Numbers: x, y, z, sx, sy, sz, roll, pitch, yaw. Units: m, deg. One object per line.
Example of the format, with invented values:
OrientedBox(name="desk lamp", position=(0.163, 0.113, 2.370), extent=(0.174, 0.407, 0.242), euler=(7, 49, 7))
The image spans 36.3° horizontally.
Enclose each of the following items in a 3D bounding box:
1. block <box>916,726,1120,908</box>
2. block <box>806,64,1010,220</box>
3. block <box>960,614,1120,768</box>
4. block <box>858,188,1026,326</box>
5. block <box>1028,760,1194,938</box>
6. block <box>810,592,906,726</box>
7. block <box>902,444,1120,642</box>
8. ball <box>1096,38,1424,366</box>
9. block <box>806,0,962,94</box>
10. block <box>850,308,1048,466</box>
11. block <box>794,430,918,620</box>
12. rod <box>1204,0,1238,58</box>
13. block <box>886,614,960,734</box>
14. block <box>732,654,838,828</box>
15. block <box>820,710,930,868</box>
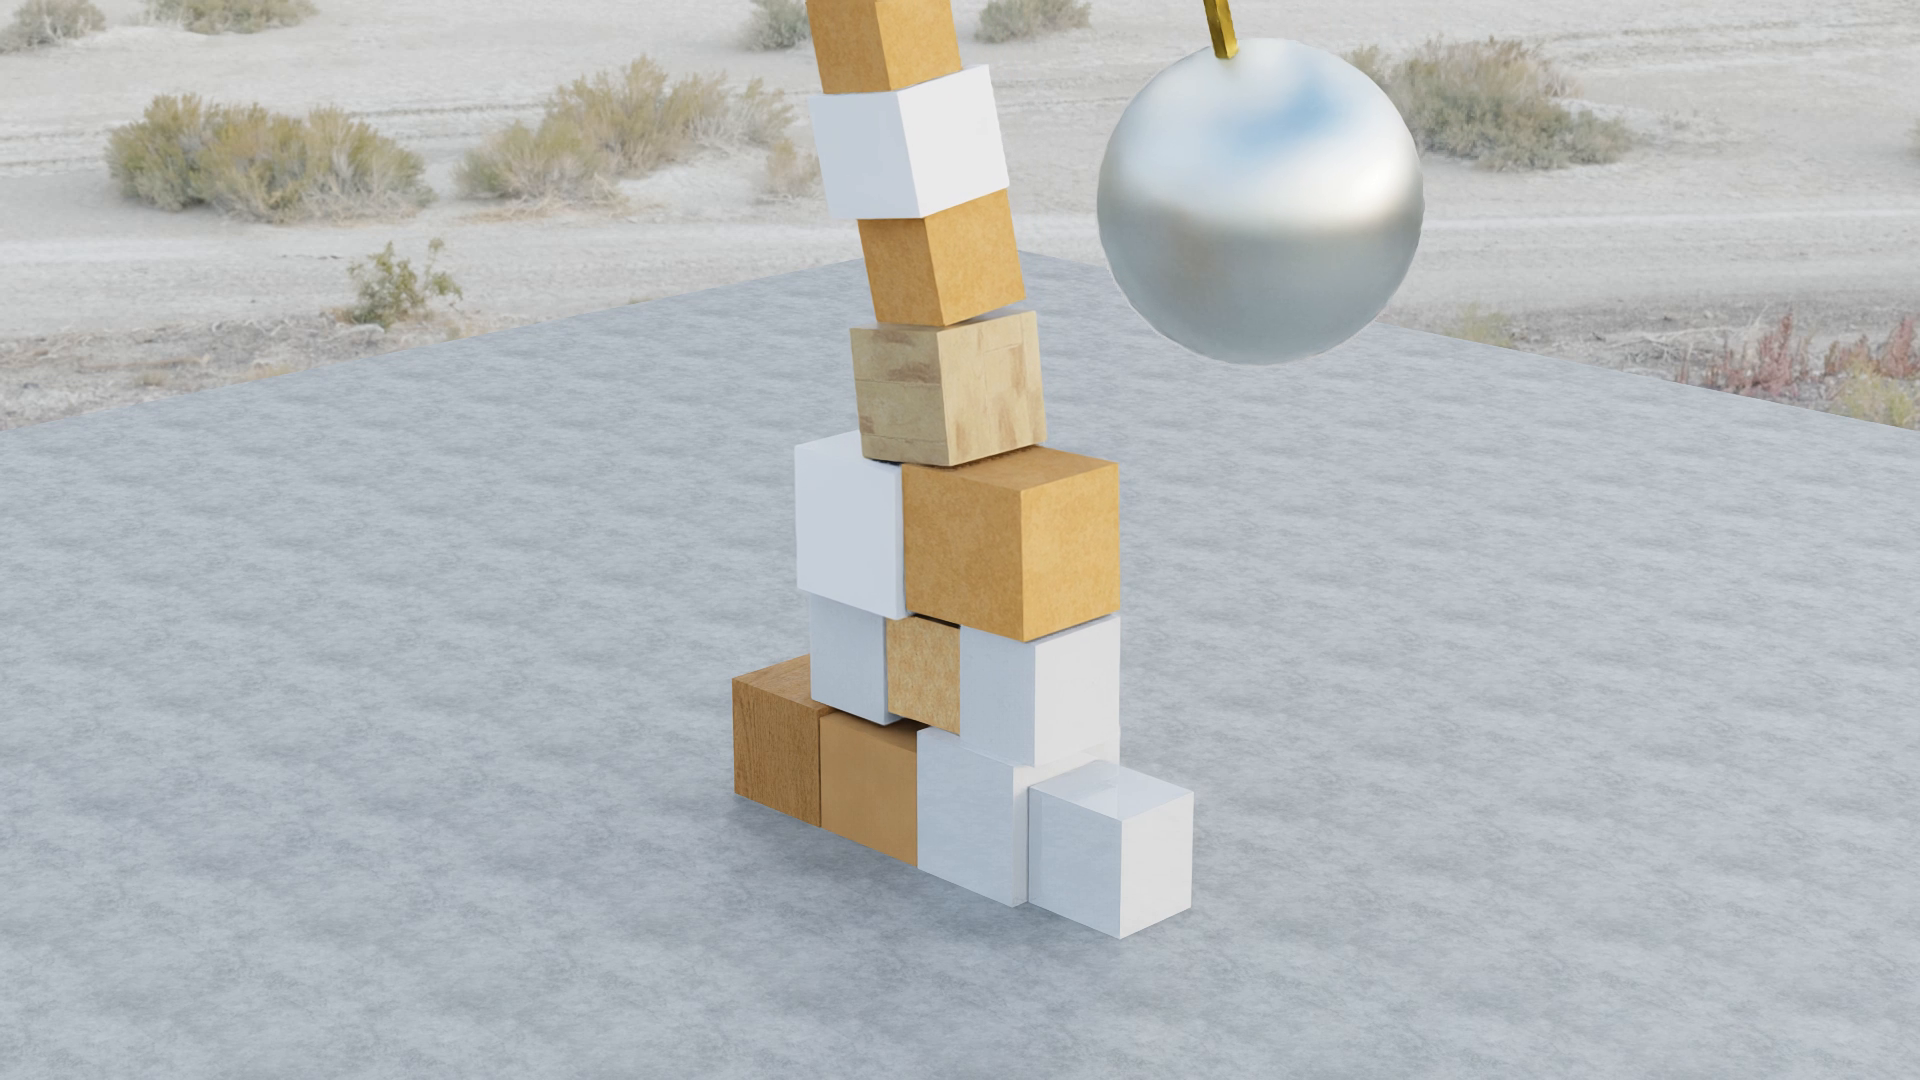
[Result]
OrientedBox(name="block", position=(0.268, 1.182, 13.454), extent=(0.701, 0.677, 0.609), euler=(-17, 24, -42))
OrientedBox(name="block", position=(-0.226, -1.754, 12.926), extent=(0.574, 0.549, 0.570), euler=(5, 22, 45))
OrientedBox(name="block", position=(0.359, 0.623, 13.153), extent=(0.550, 0.570, 0.465), euler=(-17, 24, -42))
OrientedBox(name="block", position=(-0.087, -1.281, 13.152), extent=(0.477, 0.517, 0.501), euler=(-22, 19, -34))
OrientedBox(name="block", position=(0.671, 1.369, 13.061), extent=(0.475, 0.557, 0.551), euler=(-17, 24, -42))
OrientedBox(name="block", position=(-0.347, 0.473, 13.862), extent=(0.520, 0.588, 0.503), euler=(-17, 24, -42))
OrientedBox(name="block", position=(0.230, -0.014, 13.090), extent=(0.623, 0.679, 0.737), euler=(-17, 22, -42))
OrientedBox(name="ball", position=(1.467, -1.652, 14.360), extent=(1.600, 1.600, 1.600), euler=(0, 17, 0))
OrientedBox(name="block", position=(-0.331, -2.198, 12.770), extent=(0.424, 0.414, 0.453), euler=(-24, 20, -38))
OrientedBox(name="block", position=(-0.050, -0.701, 13.208), extent=(0.612, 0.595, 0.576), euler=(-16, 16, -41))
OrientedBox(name="block", position=(-0.279, -0.108, 13.583), extent=(0.693, 0.687, 0.669), euler=(-17, 24, -42))
OrientedBox(name="rod", position=(0.636, -4.446, 12.611), extent=(0.080, 5.200, 0.080), euler=(17, 44, 42))
OrientedBox(name="block", position=(0.023, 0.546, 13.519), extent=(0.513, 0.502, 0.501), euler=(-17, 22, -42))
OrientedBox(name="block", position=(-0.657, 0.952, 14.319), extent=(0.656, 0.598, 0.615), euler=(-17, 24, -42))
OrientedBox(name="block", position=(-0.202, 1.105, 13.889), extent=(0.641, 0.563, 0.654), euler=(-17, 24, -42))
